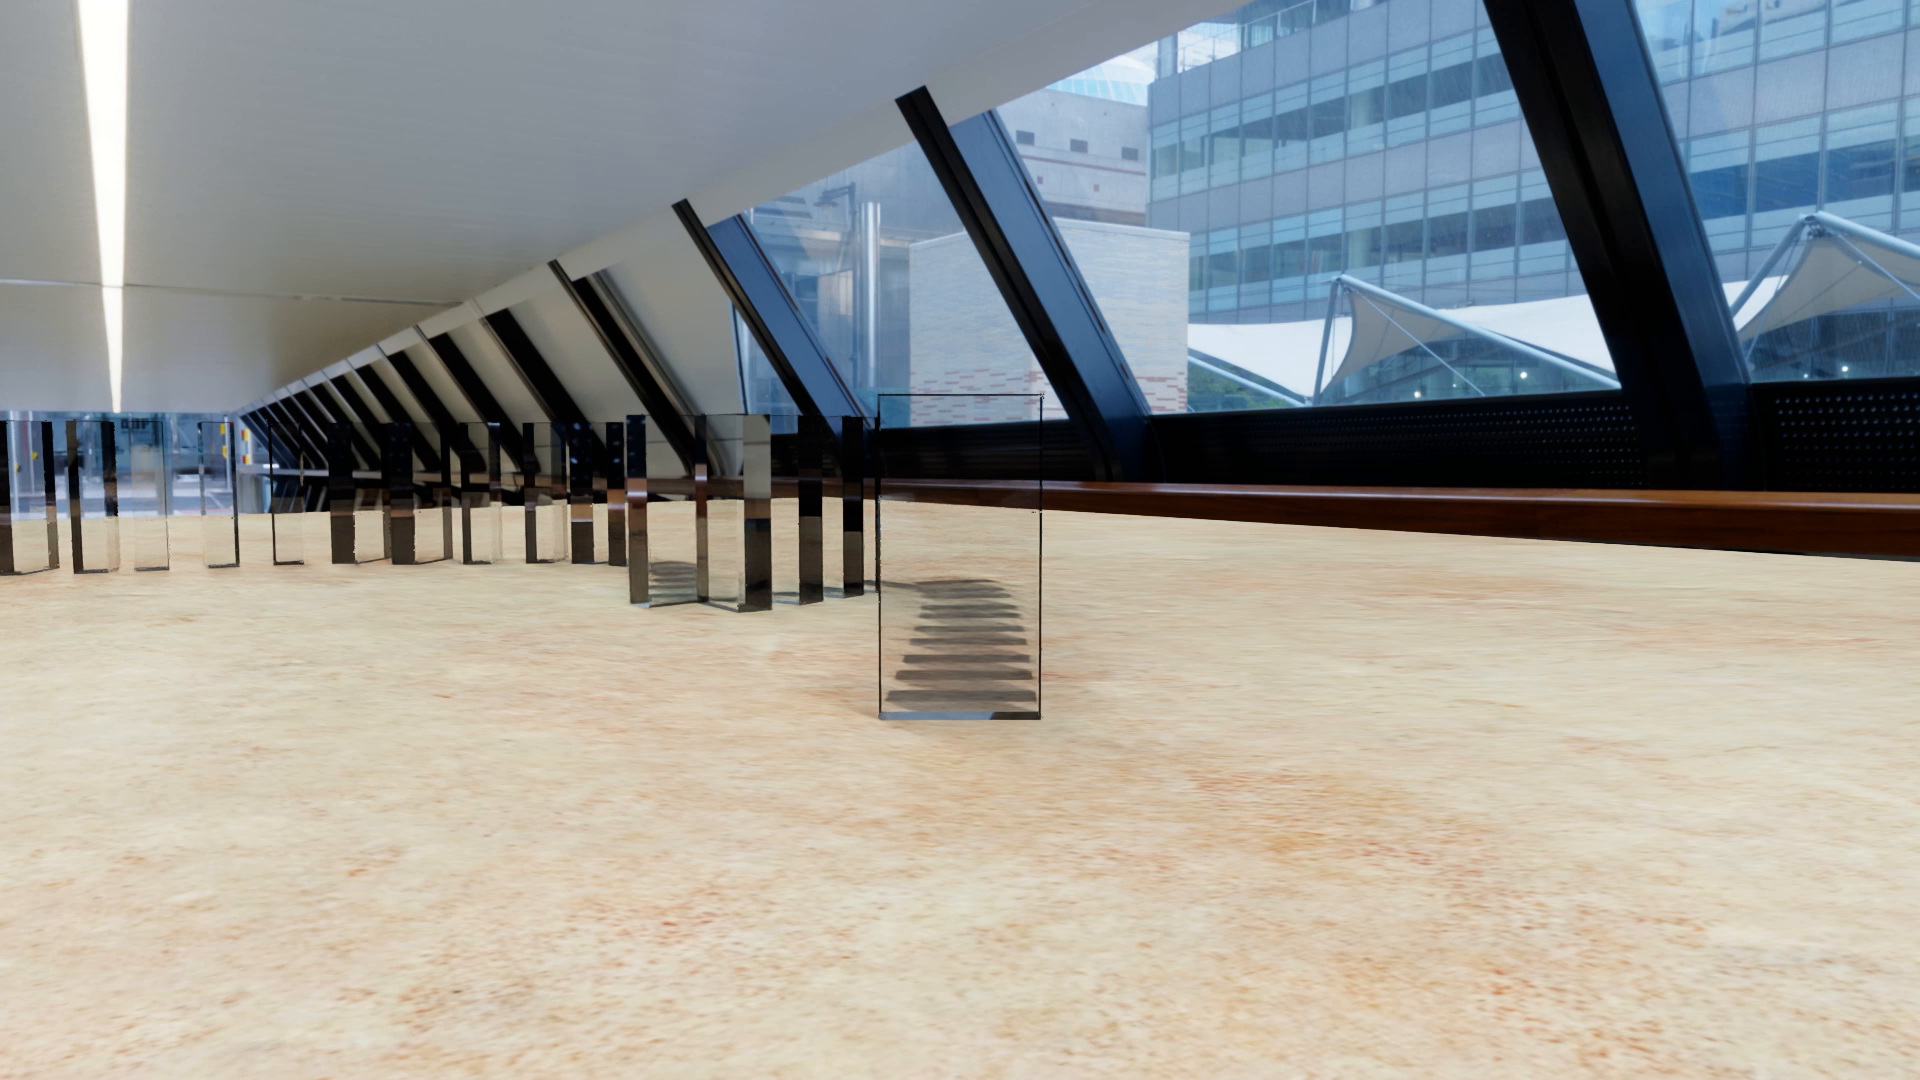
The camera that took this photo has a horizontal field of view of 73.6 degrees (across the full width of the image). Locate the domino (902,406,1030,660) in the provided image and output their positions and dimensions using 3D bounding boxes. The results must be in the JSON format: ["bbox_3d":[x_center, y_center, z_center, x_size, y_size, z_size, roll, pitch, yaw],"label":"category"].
[{"bbox_3d":[0.001,-0.002,0.256,0.025,0.050,0.009,0,4,2],"label":"domino"}]

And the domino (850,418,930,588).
[{"bbox_3d":[-0.021,-0.012,0.391,0.010,0.050,0.025,-4,6,-45],"label":"domino"}]

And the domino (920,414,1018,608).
[{"bbox_3d":[0.002,-0.008,0.336,0.025,0.050,0.009,0,4,-1],"label":"domino"}]

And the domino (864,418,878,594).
[{"bbox_3d":[-0.032,-0.011,0.375,0.025,0.050,0.010,3,5,33],"label":"domino"}]

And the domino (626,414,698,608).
[{"bbox_3d":[-0.075,-0.008,0.343,0.025,0.050,0.009,-4,6,-45],"label":"domino"}]

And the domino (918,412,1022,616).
[{"bbox_3d":[0.002,-0.006,0.320,0.025,0.050,0.009,0,4,0],"label":"domino"}]

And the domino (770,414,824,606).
[{"bbox_3d":[-0.050,-0.009,0.348,0.025,0.050,0.010,3,5,35],"label":"domino"}]

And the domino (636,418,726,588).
[{"bbox_3d":[-0.083,-0.011,0.385,0.025,0.050,0.010,-1,4,-8],"label":"domino"}]

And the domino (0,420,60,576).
[{"bbox_3d":[-0.311,-0.014,0.424,0.009,0.050,0.025,-1,4,-11],"label":"domino"}]

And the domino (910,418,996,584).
[{"bbox_3d":[-0.002,-0.012,0.397,0.025,0.050,0.010,-2,5,-22],"label":"domino"}]

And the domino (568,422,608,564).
[{"bbox_3d":[-0.129,-0.017,0.464,0.010,0.050,0.025,2,5,20],"label":"domino"}]

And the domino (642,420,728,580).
[{"bbox_3d":[-0.086,-0.013,0.404,0.025,0.050,0.010,-1,4,-10],"label":"domino"}]

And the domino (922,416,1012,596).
[{"bbox_3d":[0.002,-0.009,0.361,0.025,0.050,0.009,0,4,-3],"label":"domino"}]

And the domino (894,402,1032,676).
[{"bbox_3d":[0.001,0.000,0.238,0.025,0.050,0.009,0,4,2],"label":"domino"}]

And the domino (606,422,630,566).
[{"bbox_3d":[-0.112,-0.017,0.455,0.010,0.050,0.025,3,5,36],"label":"domino"}]

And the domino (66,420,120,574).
[{"bbox_3d":[-0.291,-0.015,0.430,0.009,0.050,0.025,-2,5,-25],"label":"domino"}]

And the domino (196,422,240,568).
[{"bbox_3d":[-0.260,-0.016,0.450,0.010,0.050,0.025,-3,5,-34],"label":"domino"}]

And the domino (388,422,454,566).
[{"bbox_3d":[-0.194,-0.017,0.462,0.010,0.050,0.025,0,4,6],"label":"domino"}]

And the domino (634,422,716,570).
[{"bbox_3d":[-0.097,-0.015,0.439,0.025,0.050,0.009,-3,5,-32],"label":"domino"}]

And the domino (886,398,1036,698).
[{"bbox_3d":[0.000,0.001,0.218,0.025,0.050,0.009,0,4,1],"label":"domino"}]

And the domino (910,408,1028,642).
[{"bbox_3d":[0.002,-0.003,0.278,0.025,0.050,0.009,0,4,1],"label":"domino"}]

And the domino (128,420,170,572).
[{"bbox_3d":[-0.277,-0.015,0.438,0.009,0.050,0.025,-3,5,-33],"label":"domino"}]

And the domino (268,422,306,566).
[{"bbox_3d":[-0.241,-0.017,0.461,0.009,0.050,0.025,-2,5,-25],"label":"domino"}]

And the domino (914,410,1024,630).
[{"bbox_3d":[0.002,-0.005,0.297,0.025,0.050,0.009,0,4,1],"label":"domino"}]

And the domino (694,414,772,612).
[{"bbox_3d":[-0.059,-0.008,0.334,0.009,0.050,0.025,-3,5,-35],"label":"domino"}]

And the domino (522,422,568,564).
[{"bbox_3d":[-0.151,-0.017,0.467,0.010,0.050,0.025,0,4,-5],"label":"domino"}]

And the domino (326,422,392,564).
[{"bbox_3d":[-0.217,-0.017,0.465,0.010,0.050,0.025,0,4,4],"label":"domino"}]

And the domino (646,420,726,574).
[{"bbox_3d":[-0.090,-0.014,0.423,0.025,0.050,0.010,-1,4,-16],"label":"domino"}]

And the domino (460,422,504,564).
[{"bbox_3d":[-0.173,-0.017,0.463,0.009,0.050,0.025,-1,4,-11],"label":"domino"}]

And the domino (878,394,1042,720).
[{"bbox_3d":[0.000,0.002,0.201,0.025,0.050,0.010,0,4,0],"label":"domino"}]

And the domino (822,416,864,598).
[{"bbox_3d":[-0.040,-0.010,0.362,0.025,0.050,0.010,3,5,32],"label":"domino"}]

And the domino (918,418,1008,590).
[{"bbox_3d":[0.001,-0.011,0.376,0.025,0.050,0.010,0,4,-5],"label":"domino"}]

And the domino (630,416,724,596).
[{"bbox_3d":[-0.080,-0.010,0.362,0.025,0.050,0.009,-1,4,-11],"label":"domino"}]
